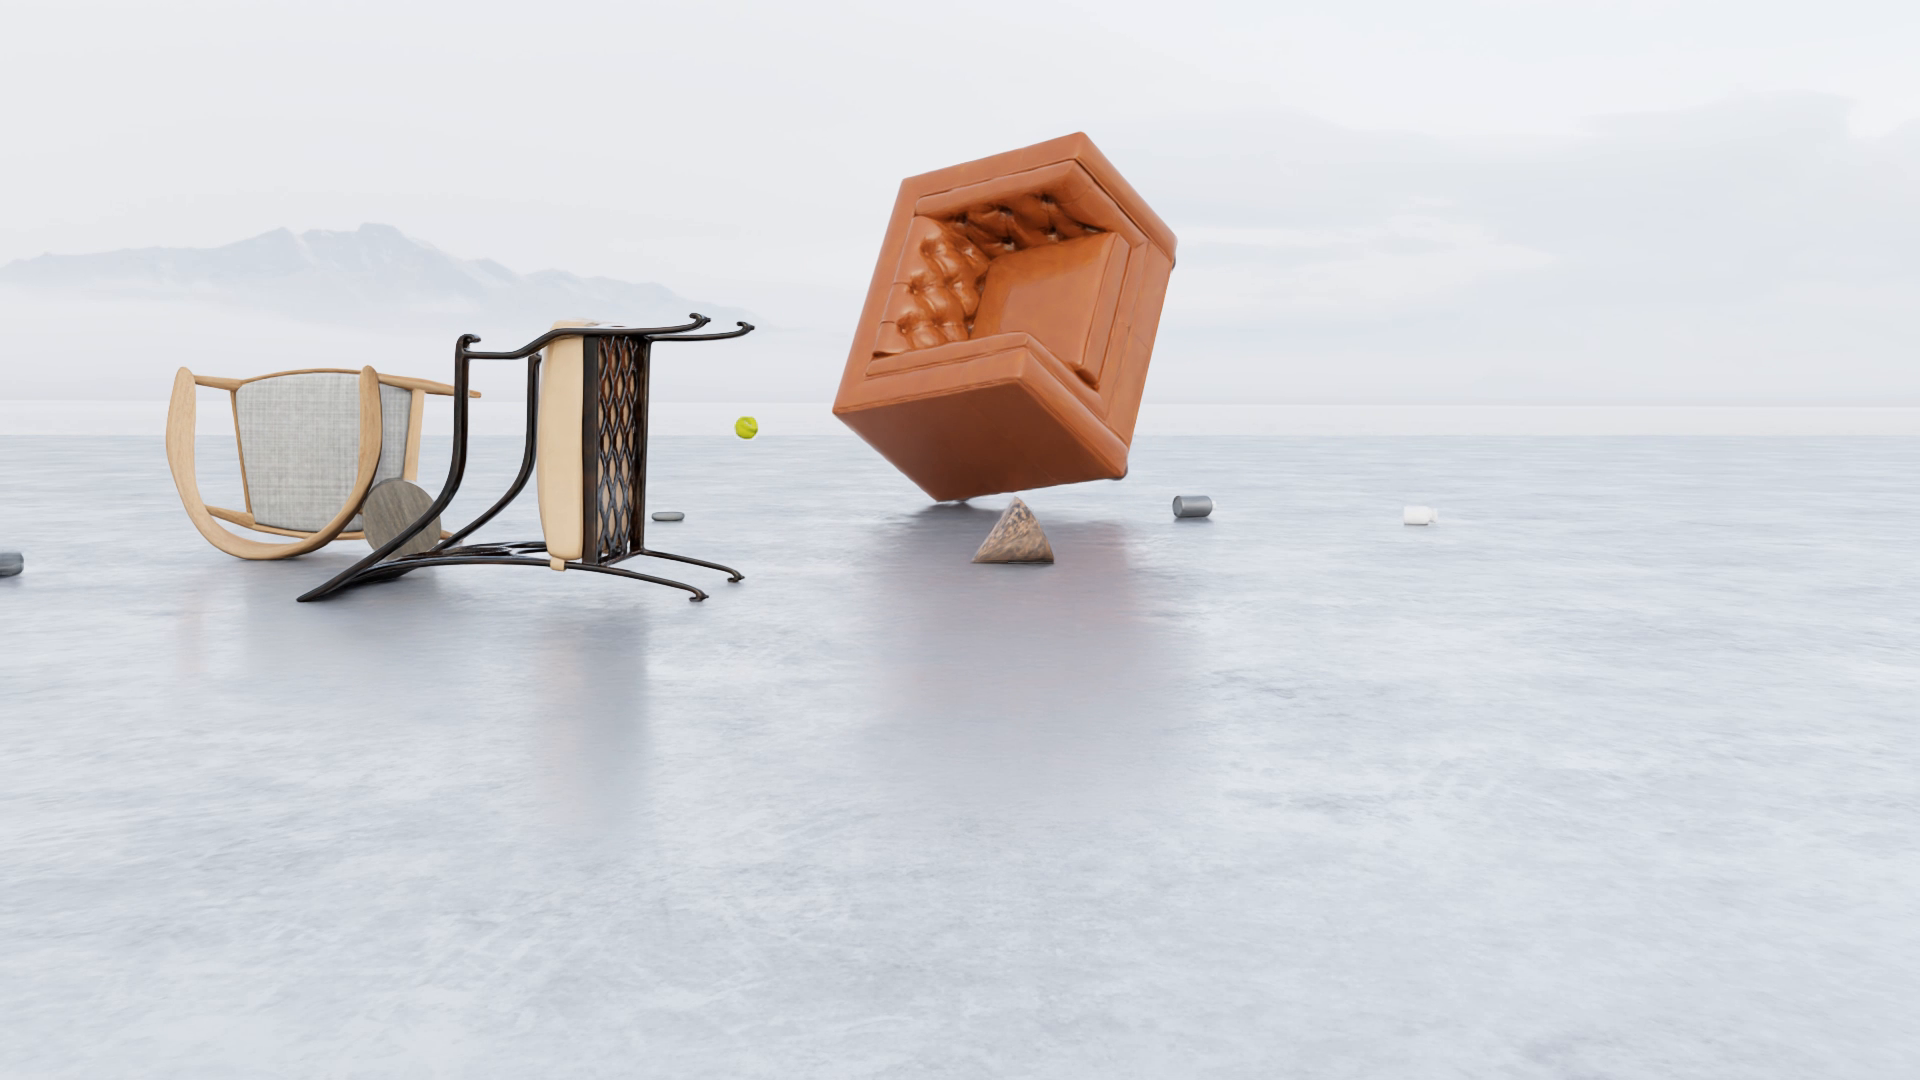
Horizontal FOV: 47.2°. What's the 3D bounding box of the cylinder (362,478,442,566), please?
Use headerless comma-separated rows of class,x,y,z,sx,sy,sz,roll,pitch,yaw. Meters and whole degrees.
cylinder,-1.450,-0.051,5.707,0.192,0.219,0.244,-20,9,-13

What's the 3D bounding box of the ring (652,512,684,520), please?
ring,-0.999,-0.081,7.525,0.102,0.029,0.130,2,4,33

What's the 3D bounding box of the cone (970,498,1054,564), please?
cone,0.109,0.016,5.692,0.188,0.182,0.216,-28,35,-9
